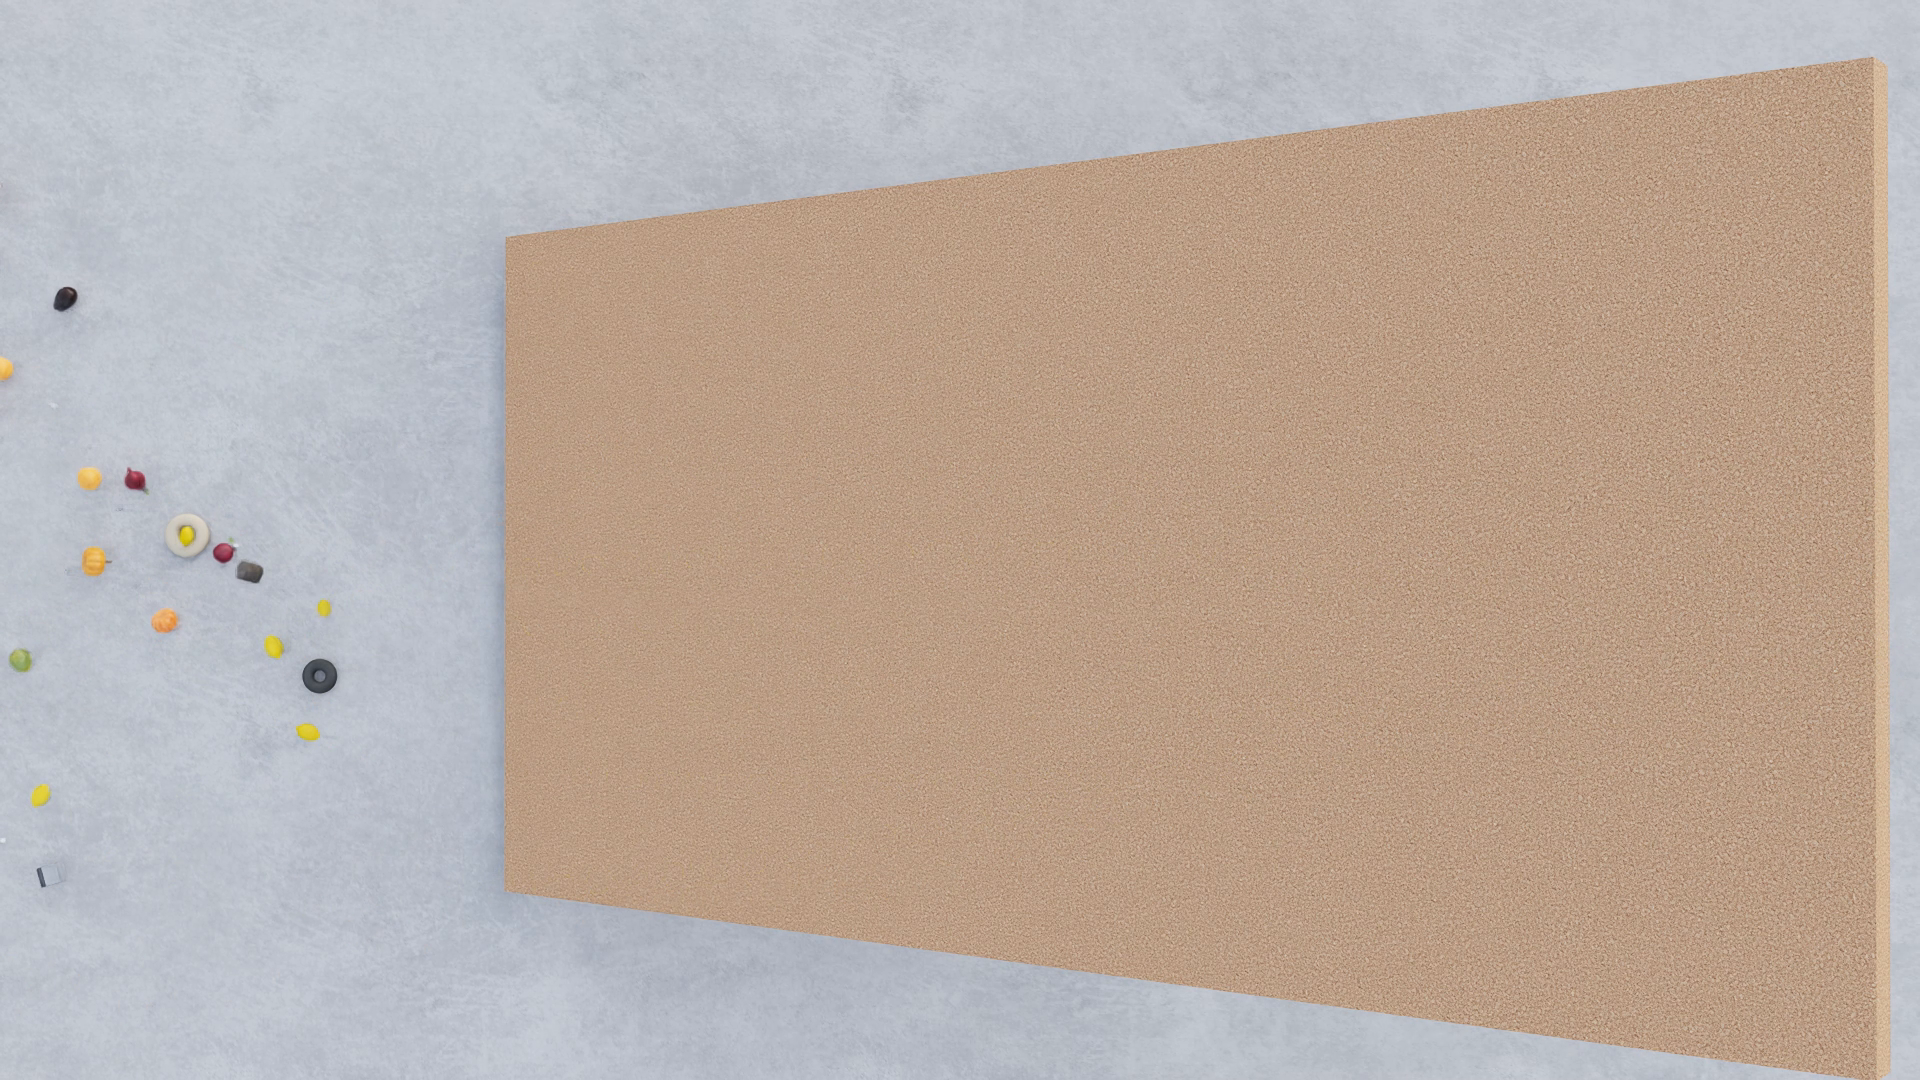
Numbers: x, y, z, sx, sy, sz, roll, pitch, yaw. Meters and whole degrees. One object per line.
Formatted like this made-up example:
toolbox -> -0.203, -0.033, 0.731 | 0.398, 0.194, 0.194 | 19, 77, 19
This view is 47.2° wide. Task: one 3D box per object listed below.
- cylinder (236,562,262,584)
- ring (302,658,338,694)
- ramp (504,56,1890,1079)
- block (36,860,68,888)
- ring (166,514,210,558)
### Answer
cylinder -> -2.184, 0.100, 6.761 | 0.057, 0.057, 0.057 | 18, 89, -42
ring -> -1.974, 0.420, 6.781 | 0.108, 0.036, 0.108 | 0, 89, 1
ramp -> 0.228, 0.064, 5.545 | 4.000, 0.100, 2.000 | 0, 89, 37
block -> -2.792, 1.028, 6.764 | 0.060, 0.060, 0.060 | -16, 90, 0
ring -> -2.383, -0.014, 6.780 | 0.136, 0.045, 0.136 | 0, 90, -1
